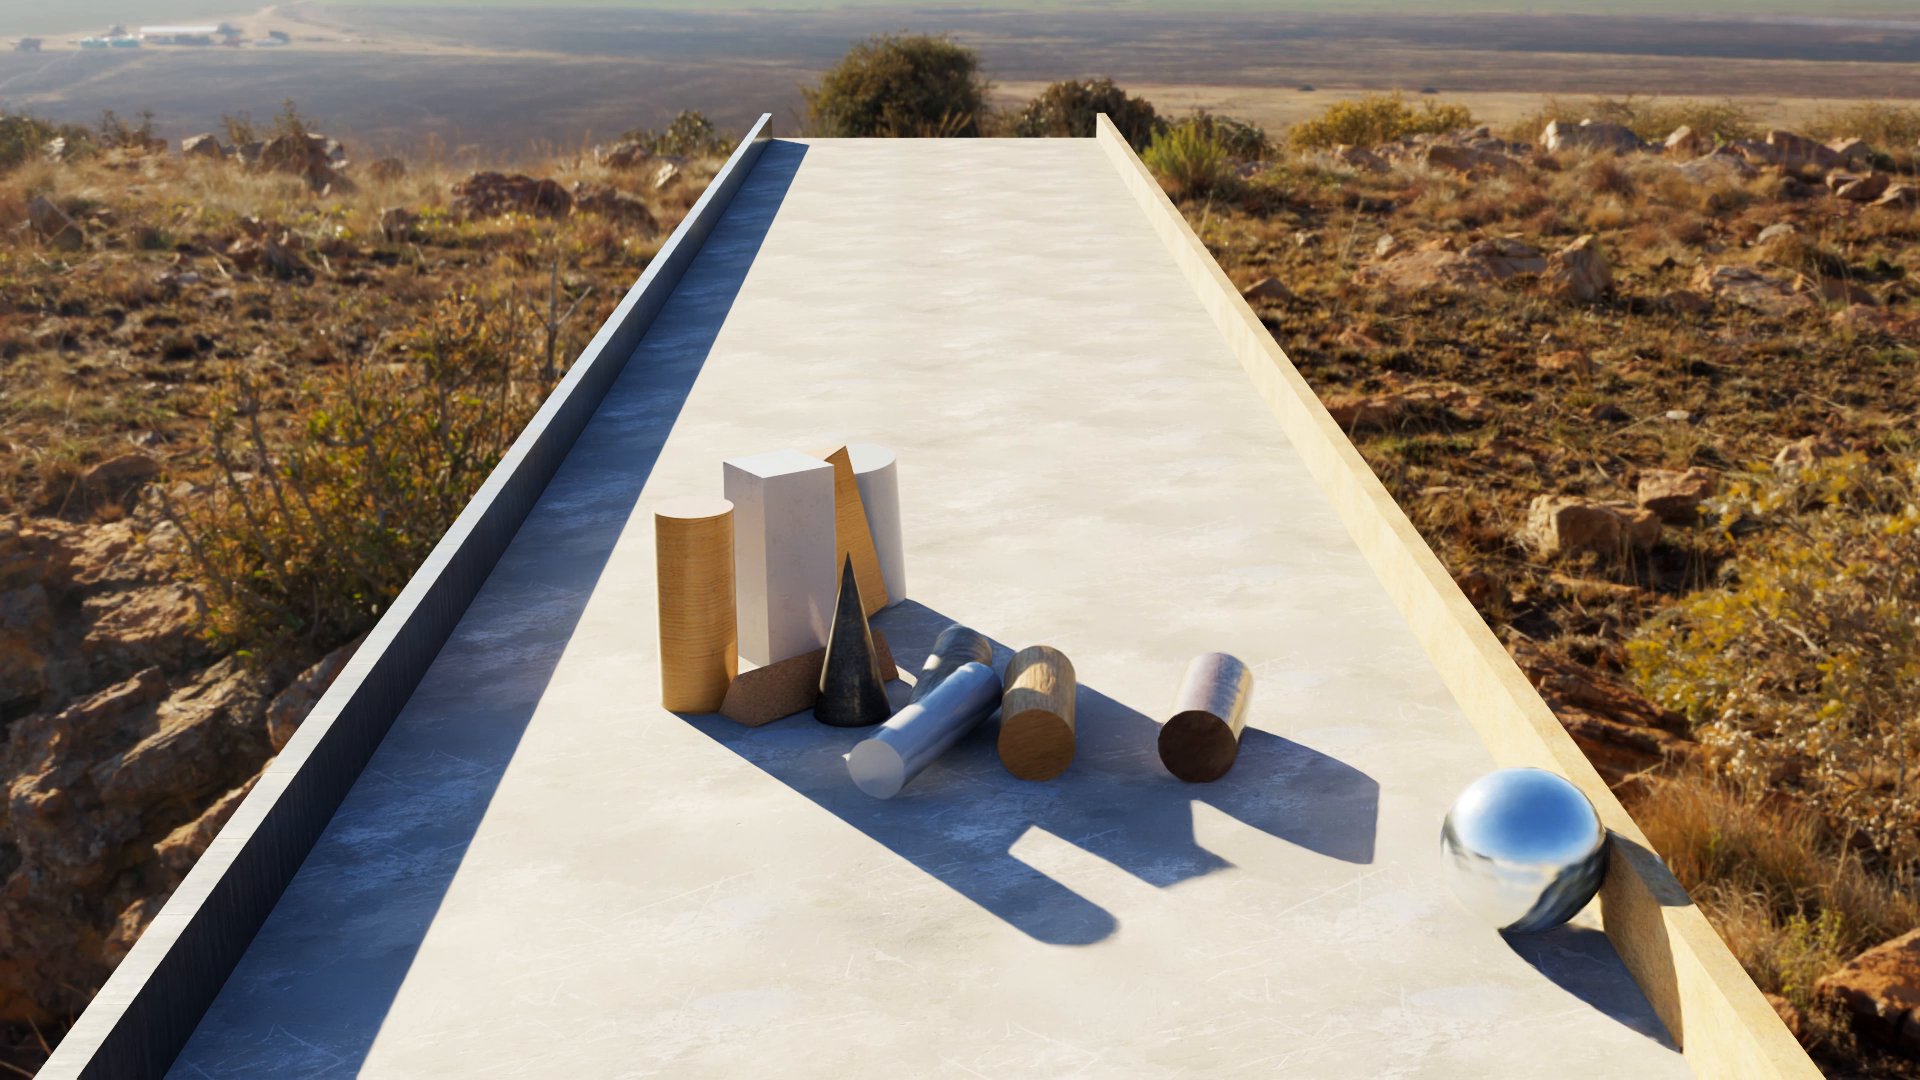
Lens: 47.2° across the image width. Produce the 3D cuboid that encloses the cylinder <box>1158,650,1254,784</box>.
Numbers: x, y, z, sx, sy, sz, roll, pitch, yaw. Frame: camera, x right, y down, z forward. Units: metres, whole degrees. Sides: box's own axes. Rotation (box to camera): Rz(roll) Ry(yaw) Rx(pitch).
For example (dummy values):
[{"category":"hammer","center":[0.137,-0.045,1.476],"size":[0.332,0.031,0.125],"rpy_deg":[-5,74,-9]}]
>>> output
[{"category":"cylinder","center":[0.443,0.313,3.937],"size":[0.136,0.136,0.314],"rpy_deg":[4,17,12]}]

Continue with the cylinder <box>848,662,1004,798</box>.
[{"category":"cylinder","center":[-0.055,0.333,3.916],"size":[0.107,0.107,0.422],"rpy_deg":[7,18,23]}]

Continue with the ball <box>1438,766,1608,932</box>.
[{"category":"ball","center":[0.835,0.457,3.260],"size":[0.244,0.244,0.244],"rpy_deg":[0,17,0]}]

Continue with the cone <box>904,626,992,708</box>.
[{"category":"cone","center":[-0.067,0.305,4.099],"size":[0.118,0.118,0.425],"rpy_deg":[6,26,20]}]

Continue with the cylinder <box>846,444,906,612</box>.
[{"category":"cylinder","center":[-0.214,-0.025,4.716],"size":[0.179,0.319,0.179],"rpy_deg":[-3,23,1]}]

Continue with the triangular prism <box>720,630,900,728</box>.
[{"category":"triangular prism","center":[-0.286,0.255,4.206],"size":[0.101,0.088,0.374],"rpy_deg":[15,22,42]}]

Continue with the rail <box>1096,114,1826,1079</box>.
[{"category":"rail","center":[0.932,-0.844,7.801],"size":[0.050,0.150,12.000],"rpy_deg":[0,17,-1]}]

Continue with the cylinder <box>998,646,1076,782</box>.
[{"category":"cylinder","center":[0.141,0.308,3.957],"size":[0.134,0.134,0.334],"rpy_deg":[1,17,3]}]

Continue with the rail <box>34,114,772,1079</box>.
[{"category":"rail","center":[-1.118,-0.838,7.780],"size":[0.050,0.150,12.000],"rpy_deg":[0,17,-1]}]

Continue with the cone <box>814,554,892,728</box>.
[{"category":"cone","center":[-0.204,0.171,4.083],"size":[0.147,0.322,0.147],"rpy_deg":[-1,17,0]}]

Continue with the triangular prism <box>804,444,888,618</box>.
[{"category":"triangular prism","center":[-0.286,-0.005,4.593],"size":[0.128,0.365,0.148],"rpy_deg":[4,28,38]}]

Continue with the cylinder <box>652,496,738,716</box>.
[{"category":"cylinder","center":[-0.497,0.123,4.141],"size":[0.152,0.384,0.152],"rpy_deg":[0,17,0]}]

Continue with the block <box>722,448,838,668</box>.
[{"category":"block","center":[-0.357,0.039,4.392],"size":[0.160,0.399,0.160],"rpy_deg":[-12,20,-33]}]
